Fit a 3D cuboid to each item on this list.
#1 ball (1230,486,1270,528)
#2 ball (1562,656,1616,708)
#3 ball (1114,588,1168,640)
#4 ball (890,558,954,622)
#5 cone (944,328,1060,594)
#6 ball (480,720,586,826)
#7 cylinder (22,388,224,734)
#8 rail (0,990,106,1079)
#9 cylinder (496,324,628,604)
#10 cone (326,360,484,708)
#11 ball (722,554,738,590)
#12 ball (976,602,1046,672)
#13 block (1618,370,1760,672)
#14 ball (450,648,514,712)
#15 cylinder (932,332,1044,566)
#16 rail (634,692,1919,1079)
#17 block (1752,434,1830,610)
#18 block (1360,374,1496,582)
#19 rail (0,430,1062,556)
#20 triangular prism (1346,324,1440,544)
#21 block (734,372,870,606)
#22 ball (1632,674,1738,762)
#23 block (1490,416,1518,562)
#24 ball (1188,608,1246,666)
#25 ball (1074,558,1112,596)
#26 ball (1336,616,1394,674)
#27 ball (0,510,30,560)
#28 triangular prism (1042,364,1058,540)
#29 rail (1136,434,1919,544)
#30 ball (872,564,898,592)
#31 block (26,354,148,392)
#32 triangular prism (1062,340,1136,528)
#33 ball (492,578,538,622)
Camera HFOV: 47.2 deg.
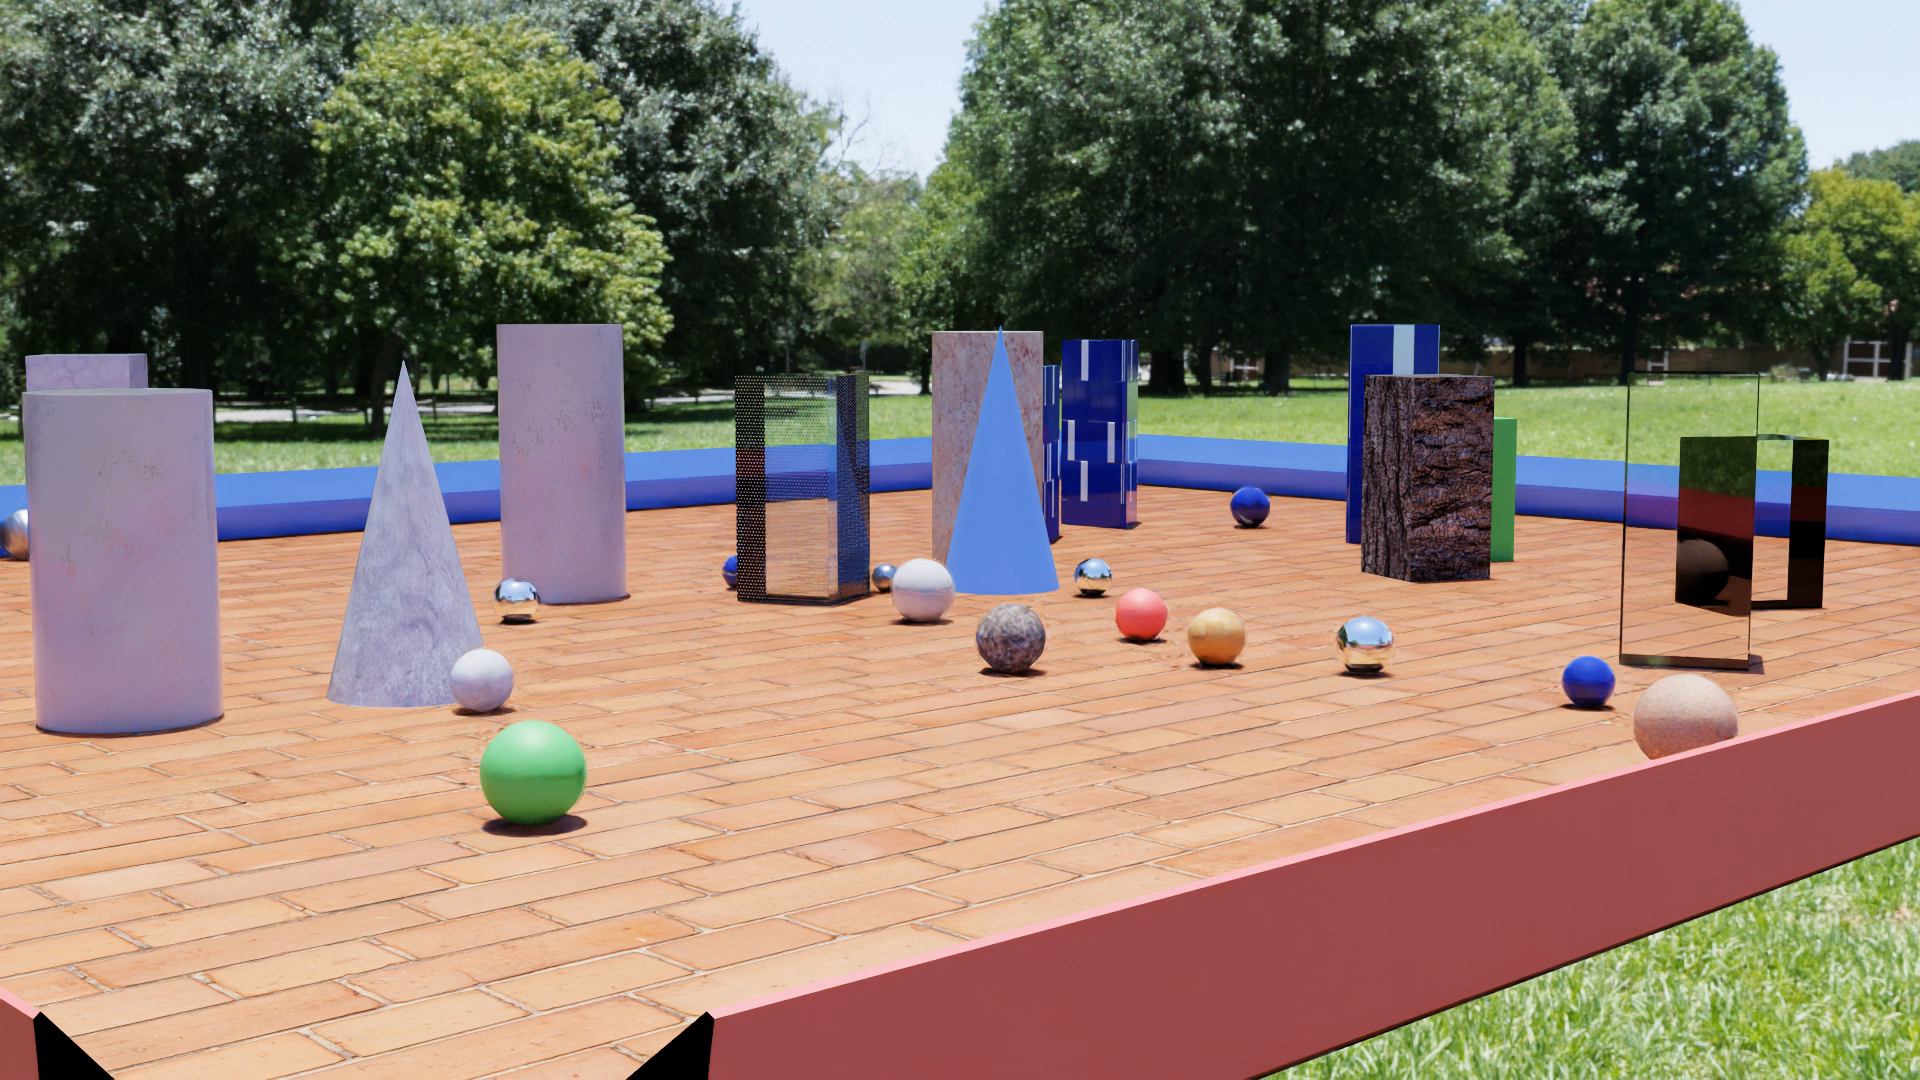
[{"bbox_3d":[0.593,-0.068,4.494,0.082,0.082,0.082,0,6,0],"label":"ball"},{"bbox_3d":[0.703,0.158,2.461,0.058,0.058,0.058,0,6,0],"label":"ball"},{"bbox_3d":[0.243,0.100,2.955,0.071,0.071,0.071,0,6,0],"label":"ball"},{"bbox_3d":[-0.054,0.071,3.132,0.091,0.091,0.091,0,6,0],"label":"ball"},{"bbox_3d":[0.064,-0.133,3.504,0.192,0.419,0.192,0,6,0],"label":"cone"},{"bbox_3d":[-0.369,0.201,1.901,0.091,0.091,0.091,0,6,0],"label":"ball"},{"bbox_3d":[-0.907,0.017,2.387,0.192,0.356,0.192,0,6,0],"label":"cylinder"},{"bbox_3d":[-1.376,0.165,2.070,0.045,0.125,3.286,-6,8,-42],"label":"rail"},{"bbox_3d":[-0.616,-0.123,3.408,0.192,0.420,0.192,0,6,0],"label":"cylinder"},{"bbox_3d":[-0.636,-0.015,2.534,0.192,0.387,0.192,0,6,0],"label":"cone"},{"bbox_3d":[-0.352,0.051,3.501,0.055,0.055,0.055,0,6,0],"label":"ball"},{"bbox_3d":[0.062,0.120,2.701,0.085,0.085,0.085,0,6,0],"label":"ball"},{"bbox_3d":[0.924,-0.030,2.787,0.154,0.364,0.154,2,6,19],"label":"block"},{"bbox_3d":[-0.530,0.155,2.438,0.070,0.070,0.070,0,6,0],"label":"ball"},{"bbox_3d":[0.048,-0.158,3.811,0.192,0.405,0.192,0,6,0],"label":"cylinder"},{"bbox_3d":[1.098,0.157,2.148,3.791,0.125,0.045,-6,8,-42],"label":"rail"},{"bbox_3d":[1.197,-0.030,3.331,0.154,0.251,0.154,-1,6,-11],"label":"block"},{"bbox_3d":[0.779,-0.107,3.672,0.154,0.333,0.154,-2,6,-21],"label":"block"},{"bbox_3d":[-1.098,-0.092,4.516,3.791,0.125,0.045,-6,8,-42],"label":"rail"},{"bbox_3d":[0.825,-0.208,4.238,0.166,0.415,0.144,0,6,4],"label":"triangular prism"},{"bbox_3d":[-0.241,-0.082,3.385,0.154,0.344,0.154,2,6,22],"label":"block"},{"bbox_3d":[0.696,0.176,2.111,0.096,0.096,0.096,0,6,0],"label":"ball"},{"bbox_3d":[0.884,-0.094,3.932,0.154,0.252,0.154,-2,6,-18],"label":"block"},{"bbox_3d":[0.321,0.121,2.749,0.072,0.072,0.072,0,6,0],"label":"ball"},{"bbox_3d":[0.207,0.058,3.414,0.060,0.060,0.060,0,6,0],"label":"ball"},{"bbox_3d":[0.494,0.129,2.684,0.071,0.071,0.071,0,6,0],"label":"ball"},{"bbox_3d":[-1.660,-0.010,3.914,0.089,0.089,0.089,0,6,0],"label":"ball"},{"bbox_3d":[0.146,-0.171,4.272,0.166,0.335,0.144,5,8,40],"label":"triangular prism"},{"bbox_3d":[1.376,-0.100,4.595,0.045,0.125,3.286,-6,8,-42],"label":"rail"},{"bbox_3d":[-0.115,0.060,3.459,0.046,0.046,0.046,0,6,0],"label":"ball"},{"bbox_3d":[-1.395,-0.112,3.537,0.154,0.371,0.154,-1,6,-10],"label":"block"},{"bbox_3d":[0.320,-0.224,4.554,0.166,0.381,0.144,5,8,42],"label":"triangular prism"},{"bbox_3d":[-0.631,0.085,3.126,0.064,0.064,0.064,0,6,0],"label":"ball"}]
